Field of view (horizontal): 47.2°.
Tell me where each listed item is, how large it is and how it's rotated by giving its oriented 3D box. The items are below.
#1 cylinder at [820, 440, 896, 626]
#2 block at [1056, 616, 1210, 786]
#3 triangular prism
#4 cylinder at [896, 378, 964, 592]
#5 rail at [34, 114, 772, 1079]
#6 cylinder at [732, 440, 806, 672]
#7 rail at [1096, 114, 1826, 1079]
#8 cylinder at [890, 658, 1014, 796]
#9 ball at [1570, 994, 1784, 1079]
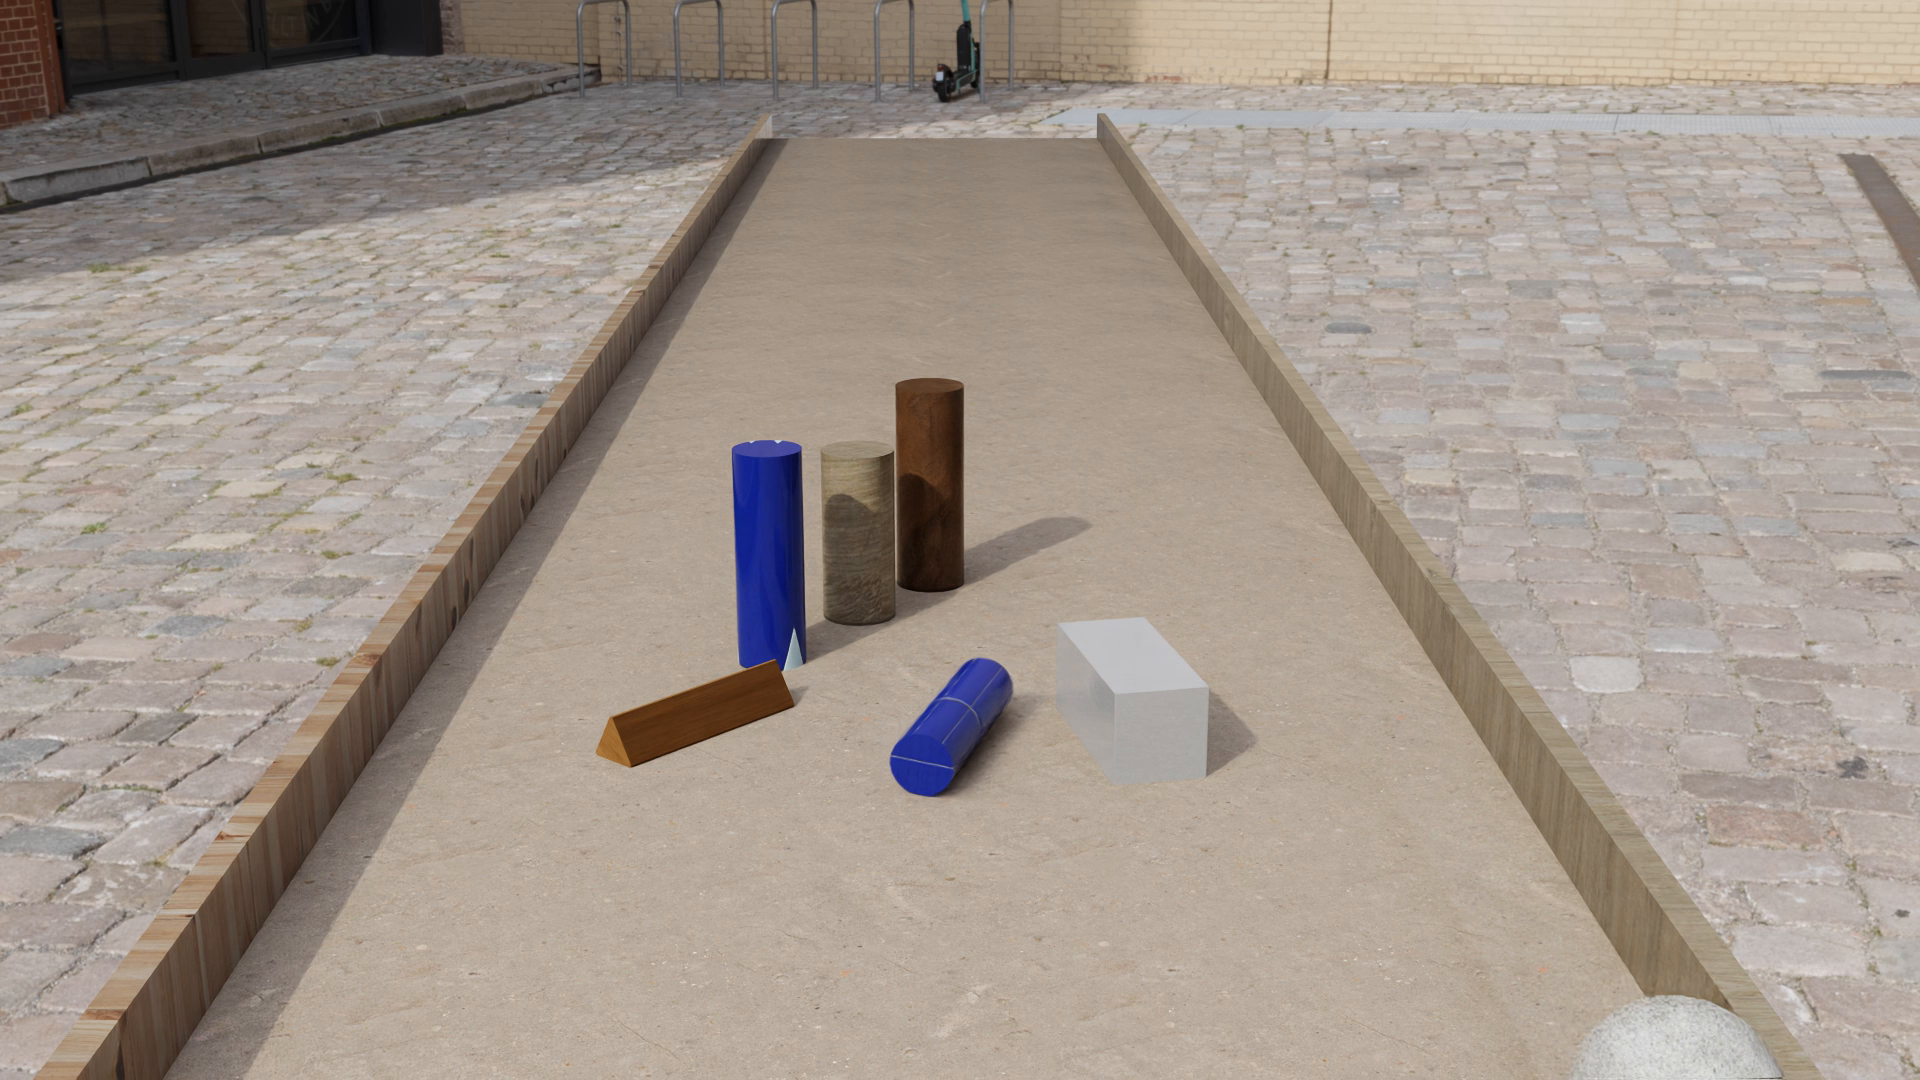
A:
[{"bbox_3d":[-0.214,-0.015,4.640,0.154,0.363,0.154,0,17,0],"label":"cylinder"},{"bbox_3d":[0.306,0.285,3.974,0.168,0.168,0.386,-4,17,-12],"label":"block"},{"bbox_3d":[-0.483,0.308,4.037,0.095,0.083,0.402,14,21,40],"label":"triangular prism"},{"bbox_3d":[-0.066,-0.121,4.846,0.151,0.449,0.151,0,17,0],"label":"cylinder"},{"bbox_3d":[-1.118,-0.838,7.780,0.050,0.150,12.000,0,17,-1],"label":"rail"},{"bbox_3d":[-0.377,0.031,4.352,0.137,0.438,0.137,0,17,0],"label":"cylinder"},{"bbox_3d":[0.932,-0.844,7.801,0.050,0.150,12.000,0,17,-1],"label":"rail"},{"bbox_3d":[-0.010,0.328,3.927,0.112,0.112,0.403,5,17,15],"label":"cylinder"},{"bbox_3d":[0.841,0.659,2.578,0.247,0.247,0.247,0,17,0],"label":"ball"}]
